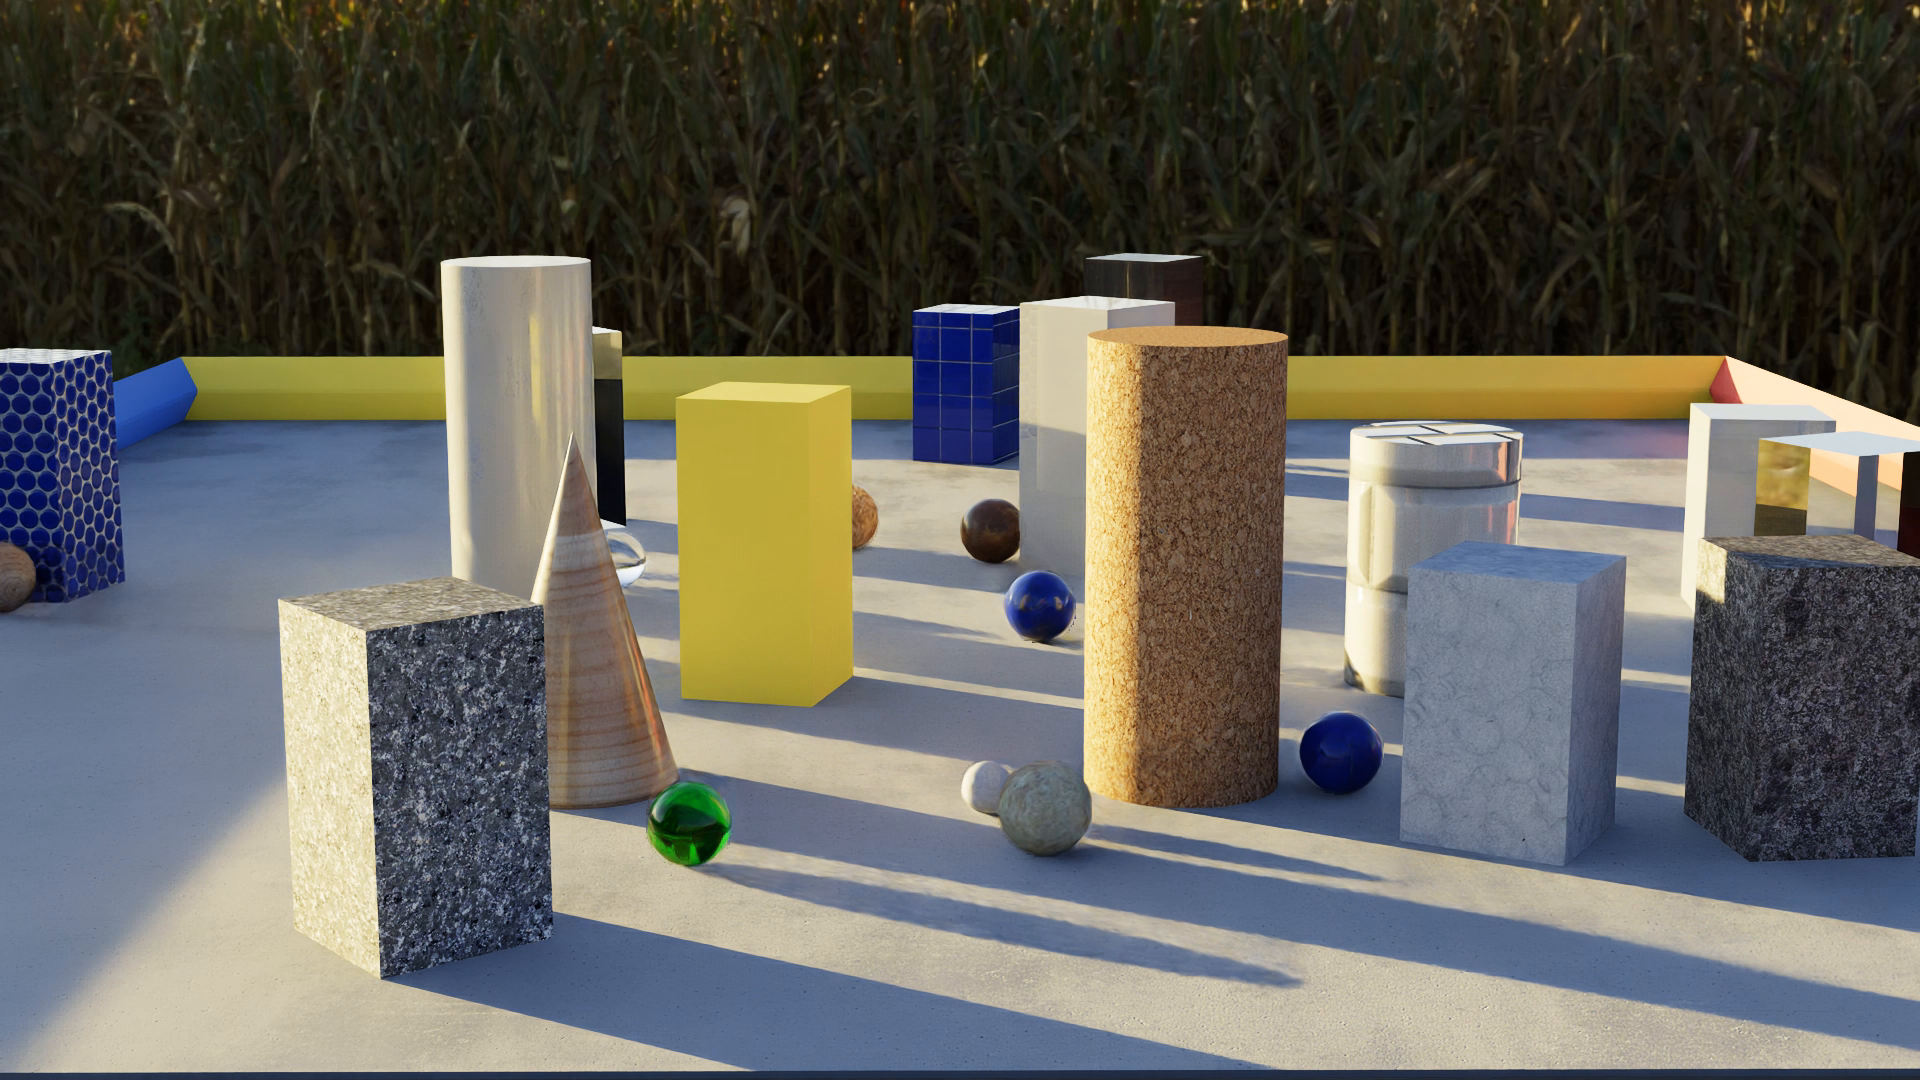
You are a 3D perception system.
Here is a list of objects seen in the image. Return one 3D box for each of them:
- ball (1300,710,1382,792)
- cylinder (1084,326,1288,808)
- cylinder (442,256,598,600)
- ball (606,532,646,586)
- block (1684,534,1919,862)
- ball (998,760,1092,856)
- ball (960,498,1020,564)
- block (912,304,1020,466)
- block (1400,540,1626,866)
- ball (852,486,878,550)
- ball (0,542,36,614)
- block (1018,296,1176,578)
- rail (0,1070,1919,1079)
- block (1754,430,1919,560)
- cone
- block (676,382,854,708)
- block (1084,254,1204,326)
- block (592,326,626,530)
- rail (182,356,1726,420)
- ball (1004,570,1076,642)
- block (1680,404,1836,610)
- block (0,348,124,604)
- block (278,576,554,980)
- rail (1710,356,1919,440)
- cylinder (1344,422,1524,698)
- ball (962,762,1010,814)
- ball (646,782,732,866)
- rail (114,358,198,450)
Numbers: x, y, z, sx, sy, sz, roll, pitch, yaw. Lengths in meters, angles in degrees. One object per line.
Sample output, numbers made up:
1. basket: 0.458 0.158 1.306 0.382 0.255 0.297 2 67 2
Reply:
1. ball: 0.387 0.215 2.603 0.083 0.083 0.083 0 10 0
2. cylinder: 0.228 0.022 2.606 0.200 0.460 0.200 0 10 0
3. cylinder: -0.598 -0.146 3.501 0.200 0.467 0.200 0 10 0
4. ball: -0.484 0.028 3.630 0.077 0.077 0.077 0 10 0
5. block: 0.803 0.146 2.439 0.160 0.277 0.160 -1 11 -6
6. ball: 0.080 0.250 2.397 0.088 0.088 0.088 0 10 0
7. ball: 0.048 -0.014 3.803 0.097 0.097 0.097 0 10 0
8. block: 0.016 -0.293 4.809 0.160 0.280 0.160 4 11 21
9. block: 0.528 0.151 2.448 0.160 0.265 0.160 6 12 30
10. ball: -0.174 -0.034 3.903 0.100 0.100 0.100 0 10 0
11. ball: -1.294 0.050 3.454 0.097 0.097 0.097 0 10 0
12. block: 0.200 -0.153 3.755 0.160 0.388 0.160 9 14 40
13. rail: 0.011 0.380 1.574 3.216 0.130 0.045 0 10 0
14. block: 1.078 0.021 3.106 0.160 0.280 0.160 -5 12 -26
15. cone: -0.389 0.069 2.610 0.200 0.366 0.200 0 10 0
16. block: -0.227 0.001 3.016 0.160 0.353 0.160 3 11 15
17. block: 0.334 -0.323 4.683 0.160 0.384 0.160 6 12 31
18. block: -0.646 -0.179 4.097 0.160 0.313 0.160 -7 13 -35
19. rail: -0.011 -0.313 5.323 3.216 0.130 0.045 0 10 0
20. ball: 0.102 0.084 3.287 0.091 0.091 0.091 0 10 0
21. block: 1.075 -0.039 3.462 0.160 0.270 0.160 1 11 6
22. block: -1.291 -0.093 3.584 0.160 0.331 0.160 2 11 12
23. block: -0.457 0.193 2.157 0.160 0.288 0.160 -8 13 -38
24. rail: 1.585 0.032 3.458 0.045 0.130 3.859 0 10 0
25. cylinder: 0.562 0.021 3.052 0.200 0.300 0.200 0 10 0
26. ball: 0.028 0.244 2.530 0.052 0.052 0.052 0 10 0
27. ball: -0.250 0.261 2.364 0.078 0.078 0.078 0 10 0
28. rail: -1.585 0.035 3.440 0.045 0.130 3.859 0 10 0
